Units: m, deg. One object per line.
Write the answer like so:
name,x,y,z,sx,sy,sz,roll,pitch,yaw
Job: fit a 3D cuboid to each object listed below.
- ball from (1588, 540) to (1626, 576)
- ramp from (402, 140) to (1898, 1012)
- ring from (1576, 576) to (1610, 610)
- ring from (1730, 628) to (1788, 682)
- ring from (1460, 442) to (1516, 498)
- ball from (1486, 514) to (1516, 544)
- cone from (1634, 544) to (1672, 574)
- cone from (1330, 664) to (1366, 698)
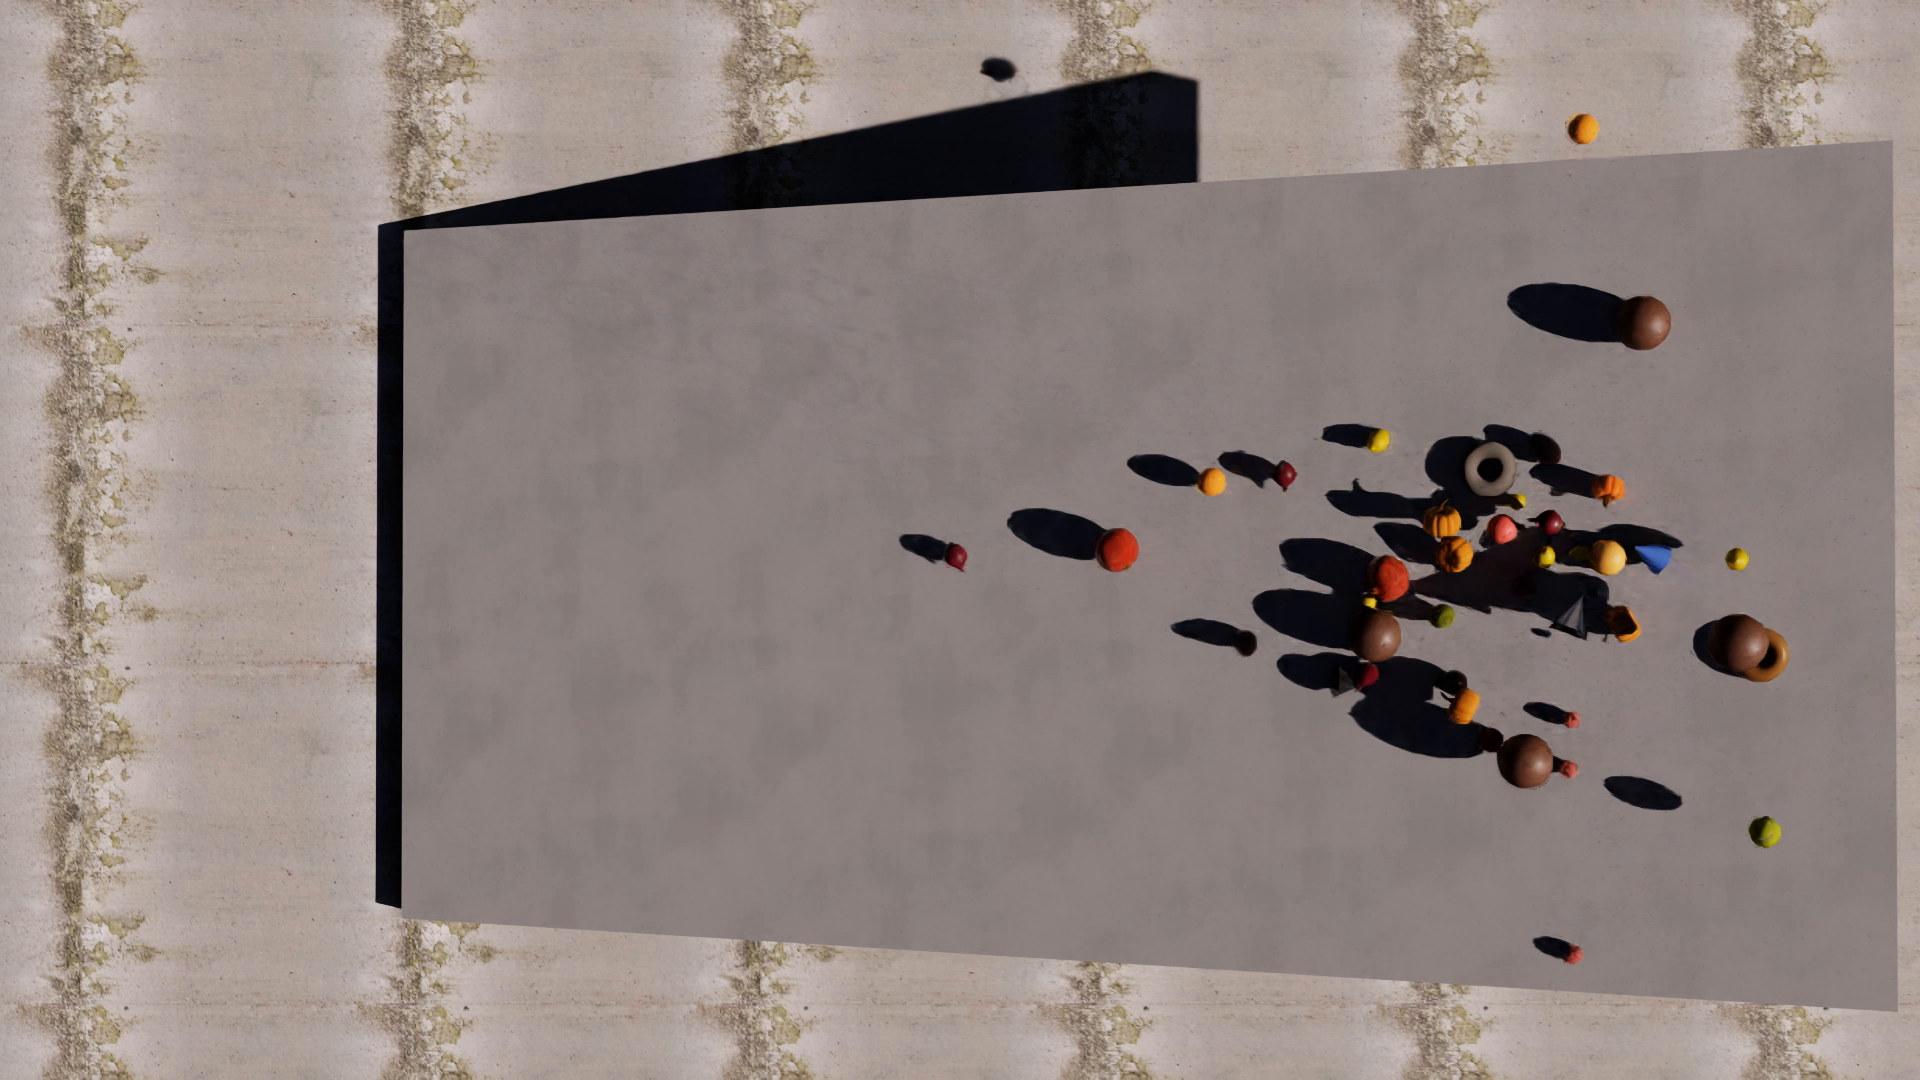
ball,1.536,0.041,5.217,0.086,0.086,0.086,0,89,0
ramp,0.280,0.090,5.766,4.000,0.100,2.000,0,89,20
ring,1.512,0.126,5.257,0.080,0.027,0.080,2,95,22
ring,1.862,0.267,5.122,0.130,0.043,0.130,0,90,19
ring,1.280,-0.171,5.331,0.139,0.046,0.139,-3,83,26
ball,1.300,-0.026,5.280,0.070,0.070,0.070,0,89,0
cone,1.617,0.030,5.175,0.077,0.077,0.077,23,89,-14
cone,0.968,0.351,5.444,0.081,0.081,0.081,3,89,-7
